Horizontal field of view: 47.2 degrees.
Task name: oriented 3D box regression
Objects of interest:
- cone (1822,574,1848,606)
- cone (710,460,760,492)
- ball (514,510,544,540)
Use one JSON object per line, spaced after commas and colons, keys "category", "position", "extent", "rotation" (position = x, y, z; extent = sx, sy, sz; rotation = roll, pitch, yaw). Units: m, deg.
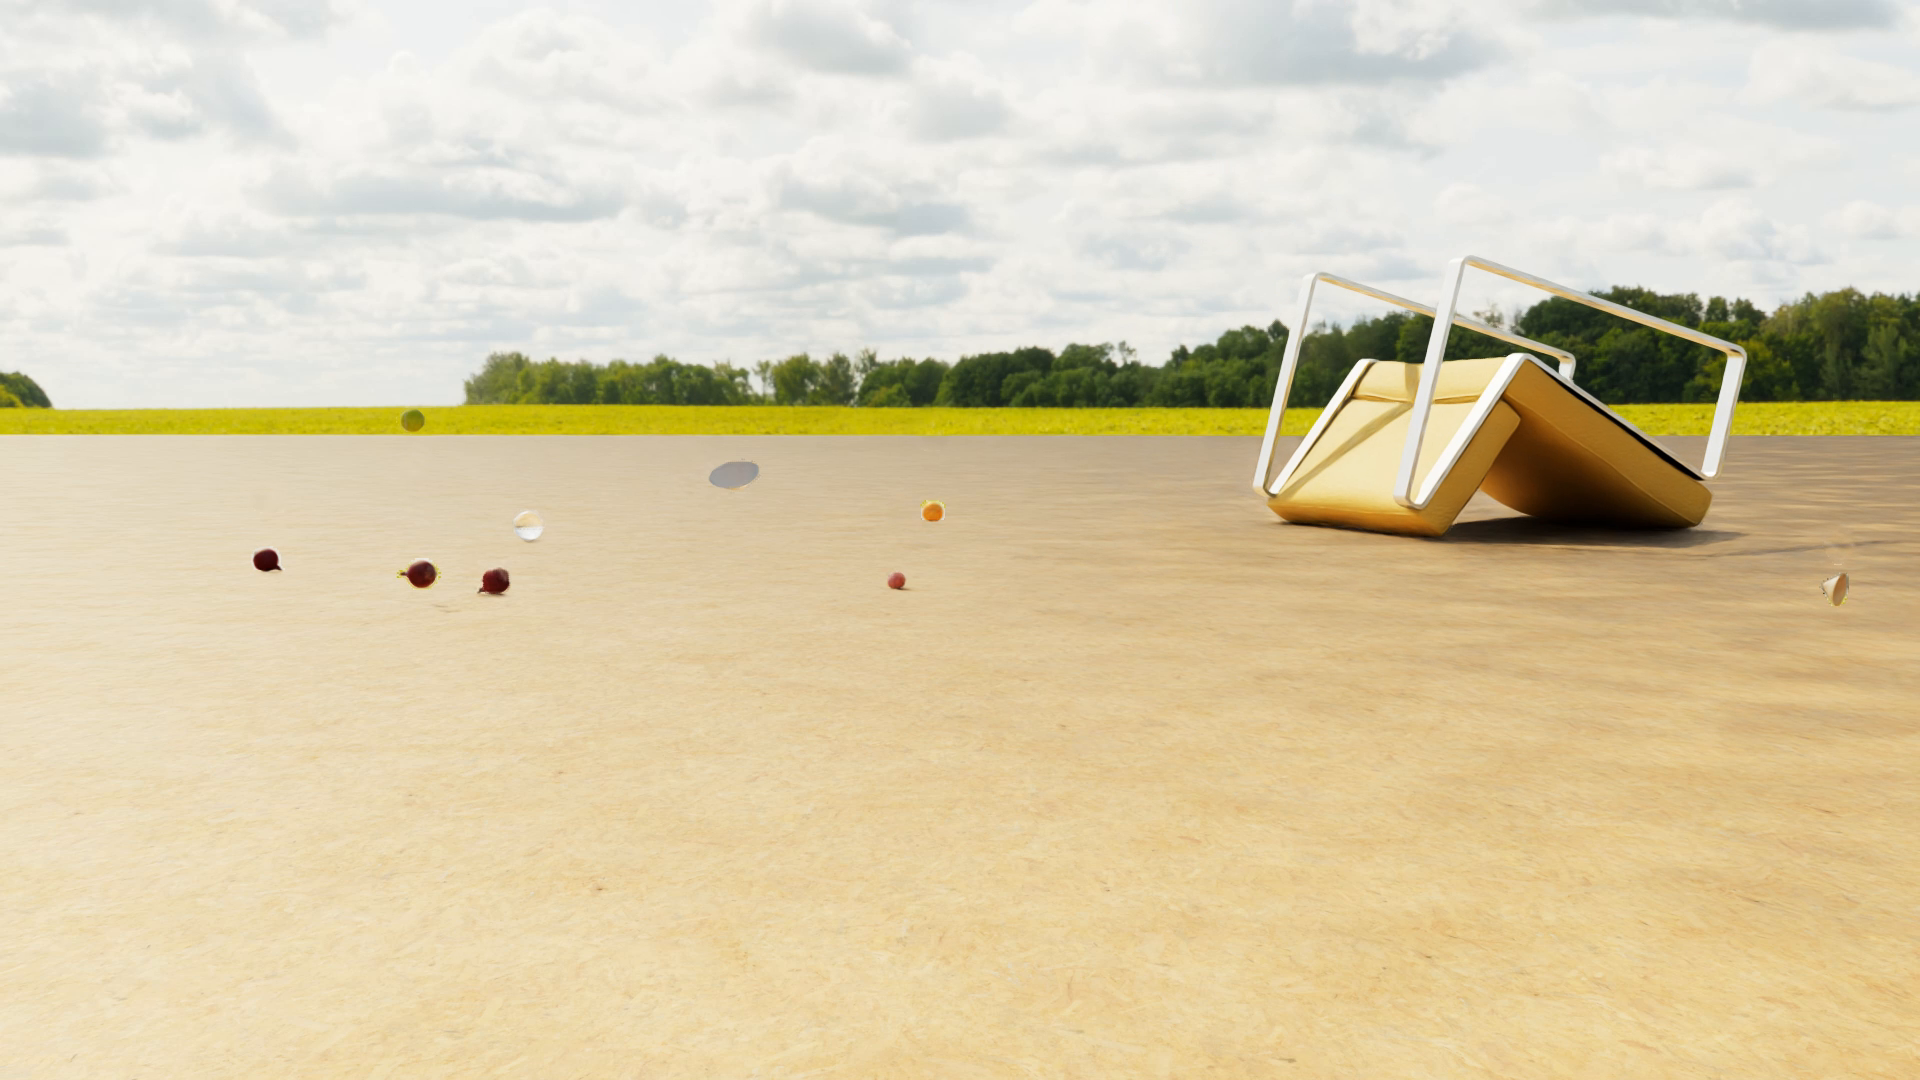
{"category": "cone", "position": [1.801, 0.098, 4.548], "extent": [0.056, 0.071, 0.041], "rotation": [-21, 29, -36]}
{"category": "cone", "position": [-0.769, -0.195, 7.599], "extent": [0.176, 0.116, 0.107], "rotation": [-10, -35, 1]}
{"category": "ball", "position": [-1.277, -0.042, 6.511], "extent": [0.089, 0.089, 0.089], "rotation": [0, 4, 0]}
